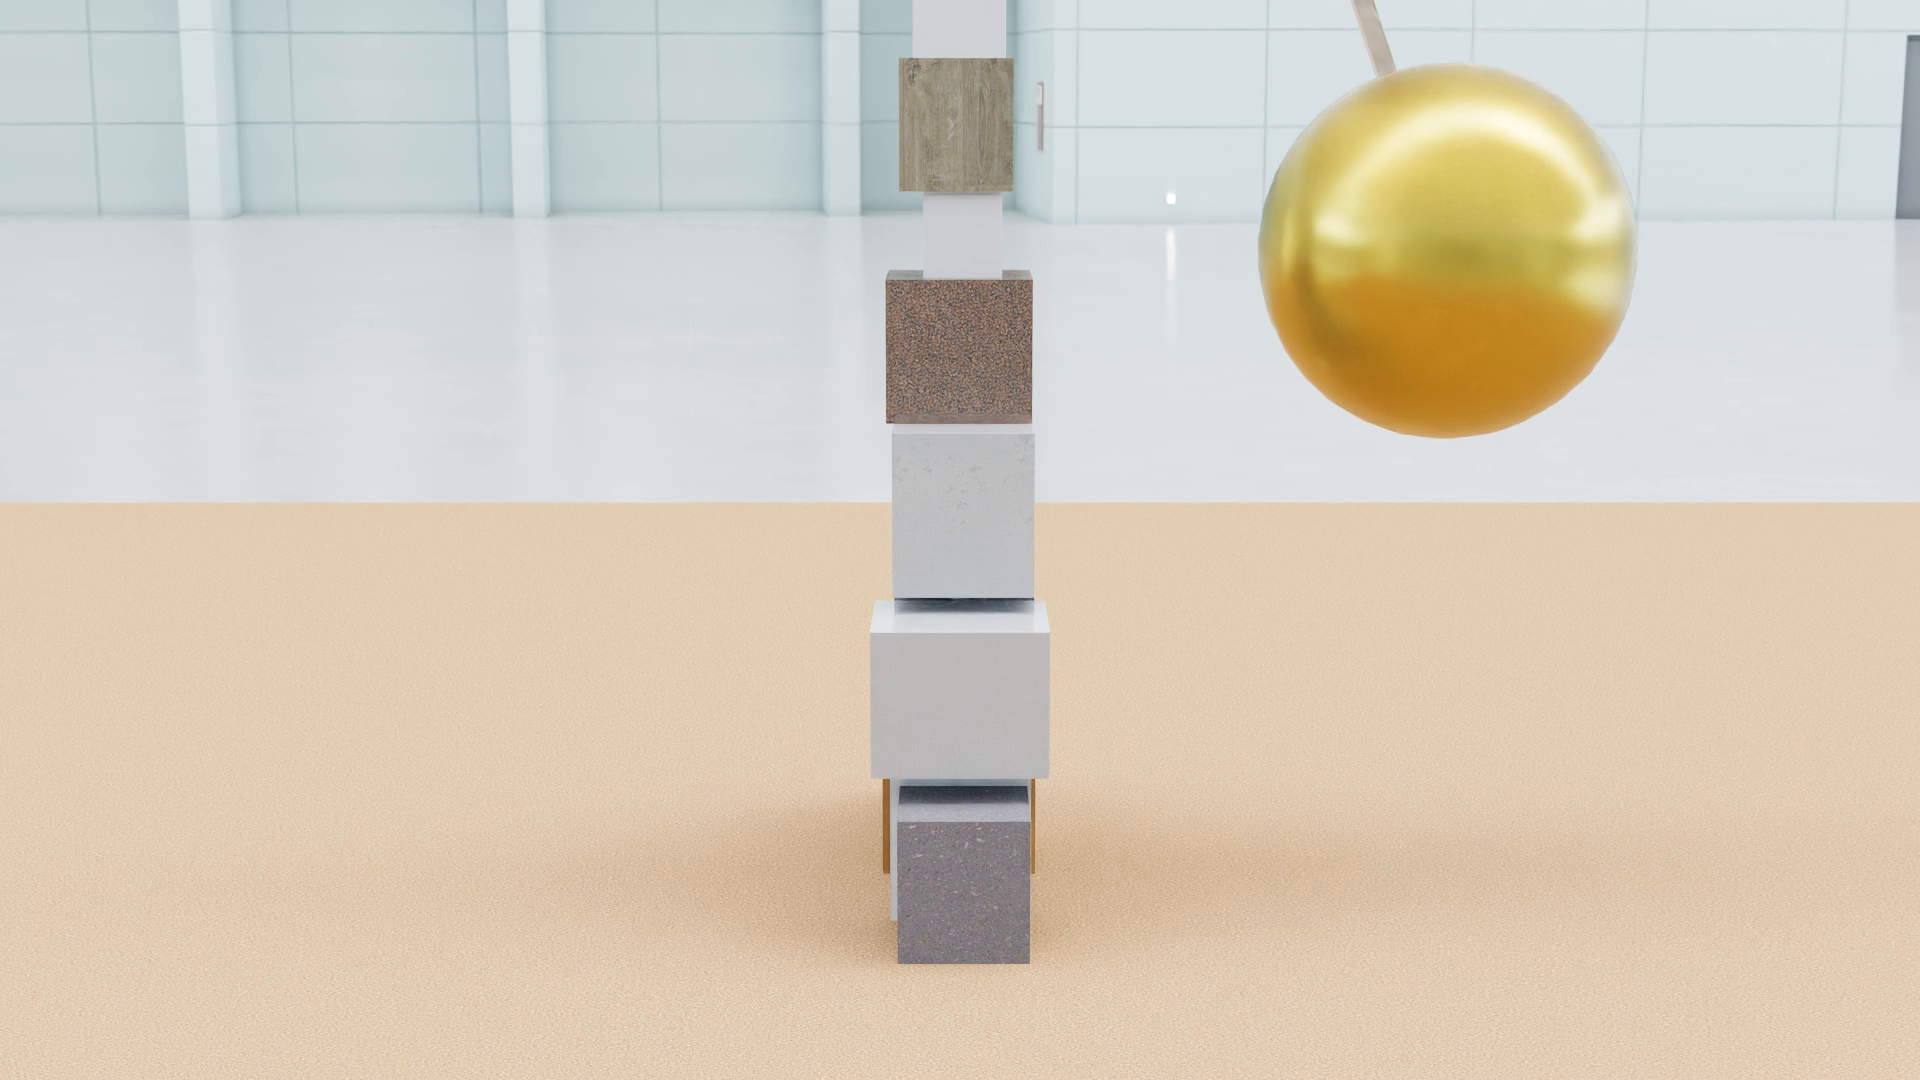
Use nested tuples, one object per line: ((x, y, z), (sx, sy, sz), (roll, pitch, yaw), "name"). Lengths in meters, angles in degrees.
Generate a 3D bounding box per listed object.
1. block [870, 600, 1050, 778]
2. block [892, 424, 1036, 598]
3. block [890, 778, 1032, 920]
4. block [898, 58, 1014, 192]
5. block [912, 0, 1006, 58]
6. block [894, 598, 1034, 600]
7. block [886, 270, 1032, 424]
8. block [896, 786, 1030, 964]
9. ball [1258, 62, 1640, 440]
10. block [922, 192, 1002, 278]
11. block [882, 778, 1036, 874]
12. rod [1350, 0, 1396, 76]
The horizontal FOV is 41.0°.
((0.000, 0.611, 10.633), (0.722, 0.605, 0.635), (0, 10, 0), "block")
((0.014, -0.158, 10.892), (0.587, 0.684, 0.671), (0, 10, 0), "block")
((0.003, 1.201, 11.020), (0.587, 0.694, 0.635), (0, 10, 0), "block")
((-0.016, -1.761, 10.860), (0.474, 0.546, 0.464), (0, 10, 0), "block")
((-0.002, -2.229, 10.775), (0.386, 0.406, 0.403), (0, 10, 0), "block")
((0.018, 0.435, 11.242), (0.594, 0.608, 0.607), (0, 10, 0), "block")
((-0.004, -0.838, 11.028), (0.616, 0.606, 0.554), (0, 10, 0), "block")
((0.015, 1.358, 10.453), (0.529, 0.589, 0.518), (0, 10, 0), "block")
((2.074, -1.231, 10.956), (1.600, 1.600, 1.600), (0, 10, 0), "ball")
((0.011, -1.314, 10.941), (0.331, 0.363, 0.363), (0, 10, 0), "block")
((-0.005, 1.053, 11.662), (0.676, 0.757, 0.661), (0, 10, 0), "block")
((0.899, -4.370, 10.386), (0.080, 5.200, 0.080), (-20, 10, 4), "rod")
